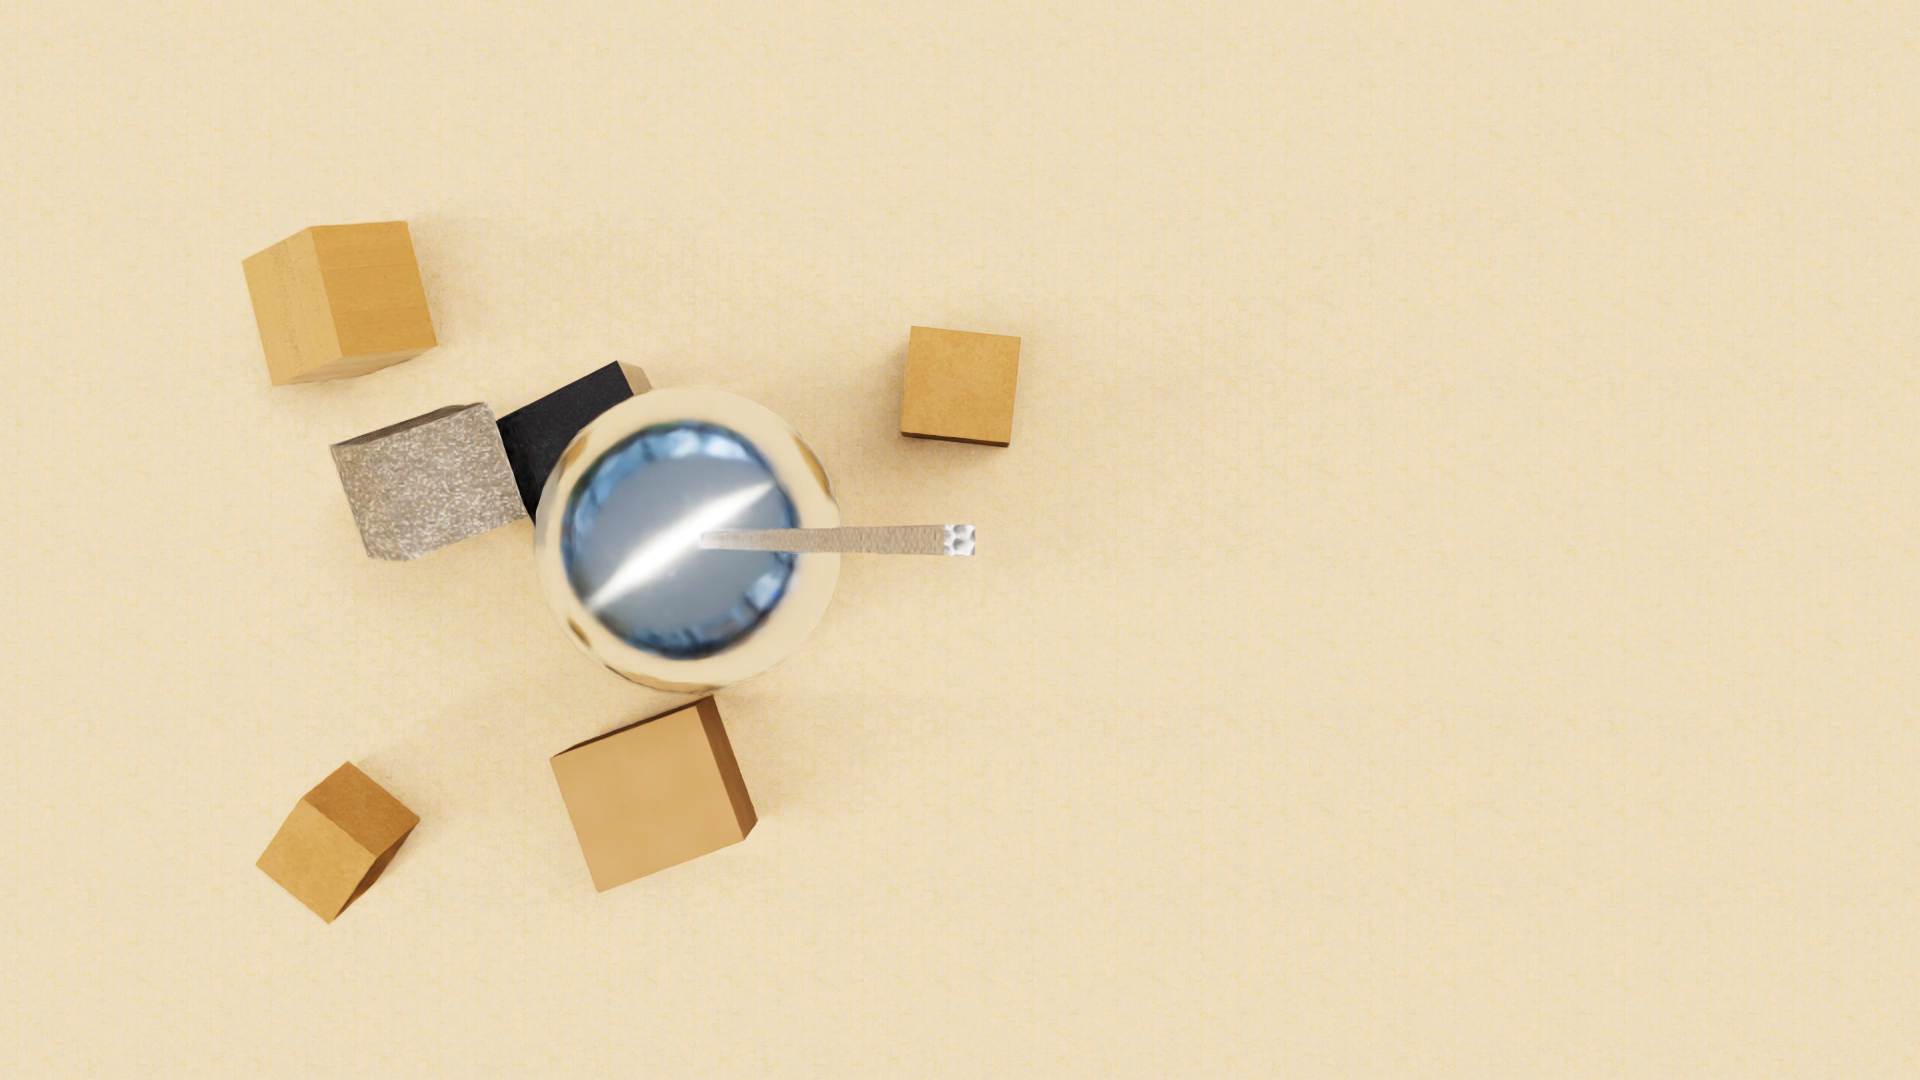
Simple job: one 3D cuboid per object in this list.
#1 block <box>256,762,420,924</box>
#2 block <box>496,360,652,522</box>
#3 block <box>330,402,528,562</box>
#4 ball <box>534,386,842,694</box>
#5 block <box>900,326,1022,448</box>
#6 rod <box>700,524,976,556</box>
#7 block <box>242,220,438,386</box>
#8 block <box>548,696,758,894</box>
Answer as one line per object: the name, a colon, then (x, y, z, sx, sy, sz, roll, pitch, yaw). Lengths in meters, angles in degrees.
block: (-3.572, 1.735, 12.648, 0.542, 0.525, 0.572, 39, 113, 0)
block: (-2.077, -0.457, 12.608, 0.824, 0.745, 0.822, -26, 90, 3)
block: (-2.924, -0.324, 12.082, 0.724, 0.660, 0.656, -23, 103, -29)
ball: (-1.409, 0.000, 11.462, 1.600, 1.600, 1.600, 0, 90, 0)
block: (0.003, -0.876, 12.684, 0.624, 0.633, 0.598, 6, 90, 0)
rod: (-0.610, 0.000, 8.157, 0.080, 5.200, 0.080, 0, 90, -14)
block: (-3.531, -1.347, 12.523, 0.711, 0.646, 0.738, -14, 90, 41)
block: (-1.732, 1.434, 12.573, 0.861, 0.854, 0.793, -20, 90, 0)
